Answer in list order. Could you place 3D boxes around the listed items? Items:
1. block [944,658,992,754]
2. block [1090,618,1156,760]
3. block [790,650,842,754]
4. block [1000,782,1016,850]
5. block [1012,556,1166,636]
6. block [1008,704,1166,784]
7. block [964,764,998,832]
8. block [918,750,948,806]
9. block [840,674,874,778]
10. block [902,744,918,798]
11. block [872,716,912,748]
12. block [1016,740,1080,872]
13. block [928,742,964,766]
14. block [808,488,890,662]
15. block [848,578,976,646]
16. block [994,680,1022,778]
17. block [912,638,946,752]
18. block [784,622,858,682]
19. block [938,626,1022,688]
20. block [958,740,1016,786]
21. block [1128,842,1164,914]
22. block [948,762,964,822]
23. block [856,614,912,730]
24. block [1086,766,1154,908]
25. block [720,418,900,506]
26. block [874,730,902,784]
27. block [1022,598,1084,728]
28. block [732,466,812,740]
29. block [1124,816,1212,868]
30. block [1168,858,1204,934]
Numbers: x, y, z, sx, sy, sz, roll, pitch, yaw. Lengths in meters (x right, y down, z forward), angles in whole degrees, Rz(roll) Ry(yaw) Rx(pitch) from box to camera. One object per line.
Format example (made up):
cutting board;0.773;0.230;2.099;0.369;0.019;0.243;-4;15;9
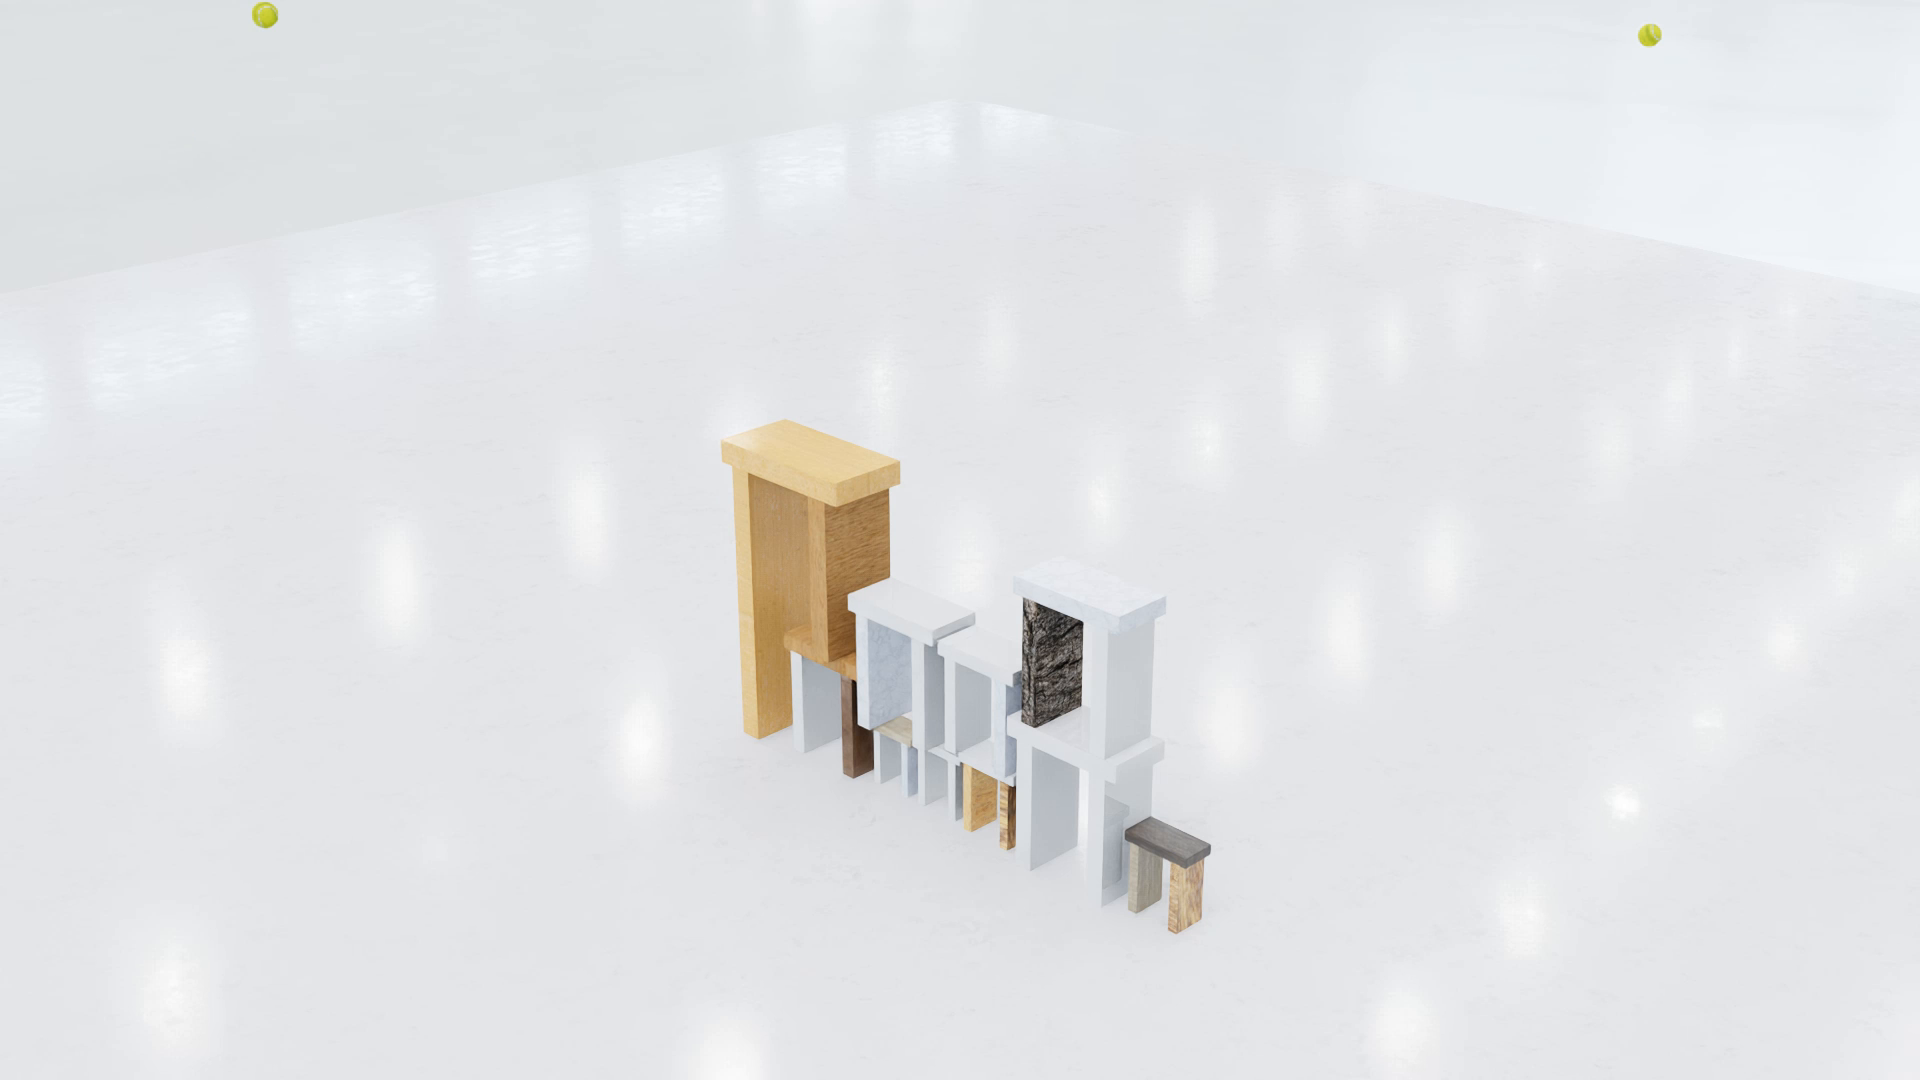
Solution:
block;0.016;0.311;4.333;0.101;0.203;0.029;-21;31;-41
block;0.296;0.259;4.016;0.037;0.259;0.130;21;31;41
block;-0.302;0.328;4.690;0.033;0.233;0.117;21;31;41
block;0.112;0.529;4.323;0.021;0.149;0.075;21;31;41
block;0.235;0.099;4.015;0.259;0.037;0.130;21;31;41
block;0.235;0.371;4.133;0.275;0.039;0.137;21;31;41
block;0.041;0.501;4.388;0.021;0.149;0.075;21;31;41
block;-0.055;0.470;4.484;0.019;0.131;0.066;21;31;41
block;-0.193;0.370;4.589;0.033;0.233;0.117;21;31;41
block;-0.092;0.463;4.513;0.017;0.122;0.061;21;31;41
block;-0.122;0.387;4.512;0.122;0.017;0.061;21;31;40
block;0.170;0.490;4.254;0.039;0.274;0.137;21;31;41
block;-0.024;0.413;4.426;0.066;0.019;0.131;-21;31;-41
block;-0.224;0.057;4.493;0.050;0.353;0.176;21;31;41
block;-0.097;0.141;4.382;0.241;0.034;0.121;21;31;40
block;0.112;0.348;4.245;0.101;0.203;0.029;-21;31;-41
block;-0.040;0.290;4.384;0.121;0.241;0.034;-21;31;-41
block;-0.248;0.227;4.588;0.233;0.033;0.117;21;31;41
block;0.064;0.223;4.244;0.101;0.029;0.202;-21;31;-40
block;0.076;0.437;4.322;0.075;0.021;0.149;-21;31;-41
block;0.348;0.620;4.114;0.021;0.146;0.073;21;31;41
block;0.007;0.494;4.427;0.019;0.131;0.066;21;31;41
block;-0.155;0.251;4.490;0.034;0.251;0.121;21;31;41
block;0.300;0.541;4.135;0.039;0.274;0.137;21;31;41
block;-0.307;-0.161;4.491;0.353;0.050;0.176;21;31;41
block;-0.150;0.440;4.567;0.017;0.122;0.061;21;31;40
block;0.174;0.211;4.129;0.037;0.259;0.130;21;31;41
block;-0.390;0.115;4.698;0.050;0.619;0.176;21;31;41
block;0.382;0.556;4.050;0.146;0.021;0.073;21;31;41
block;0.417;0.646;4.051;0.021;0.146;0.073;21;31;41
